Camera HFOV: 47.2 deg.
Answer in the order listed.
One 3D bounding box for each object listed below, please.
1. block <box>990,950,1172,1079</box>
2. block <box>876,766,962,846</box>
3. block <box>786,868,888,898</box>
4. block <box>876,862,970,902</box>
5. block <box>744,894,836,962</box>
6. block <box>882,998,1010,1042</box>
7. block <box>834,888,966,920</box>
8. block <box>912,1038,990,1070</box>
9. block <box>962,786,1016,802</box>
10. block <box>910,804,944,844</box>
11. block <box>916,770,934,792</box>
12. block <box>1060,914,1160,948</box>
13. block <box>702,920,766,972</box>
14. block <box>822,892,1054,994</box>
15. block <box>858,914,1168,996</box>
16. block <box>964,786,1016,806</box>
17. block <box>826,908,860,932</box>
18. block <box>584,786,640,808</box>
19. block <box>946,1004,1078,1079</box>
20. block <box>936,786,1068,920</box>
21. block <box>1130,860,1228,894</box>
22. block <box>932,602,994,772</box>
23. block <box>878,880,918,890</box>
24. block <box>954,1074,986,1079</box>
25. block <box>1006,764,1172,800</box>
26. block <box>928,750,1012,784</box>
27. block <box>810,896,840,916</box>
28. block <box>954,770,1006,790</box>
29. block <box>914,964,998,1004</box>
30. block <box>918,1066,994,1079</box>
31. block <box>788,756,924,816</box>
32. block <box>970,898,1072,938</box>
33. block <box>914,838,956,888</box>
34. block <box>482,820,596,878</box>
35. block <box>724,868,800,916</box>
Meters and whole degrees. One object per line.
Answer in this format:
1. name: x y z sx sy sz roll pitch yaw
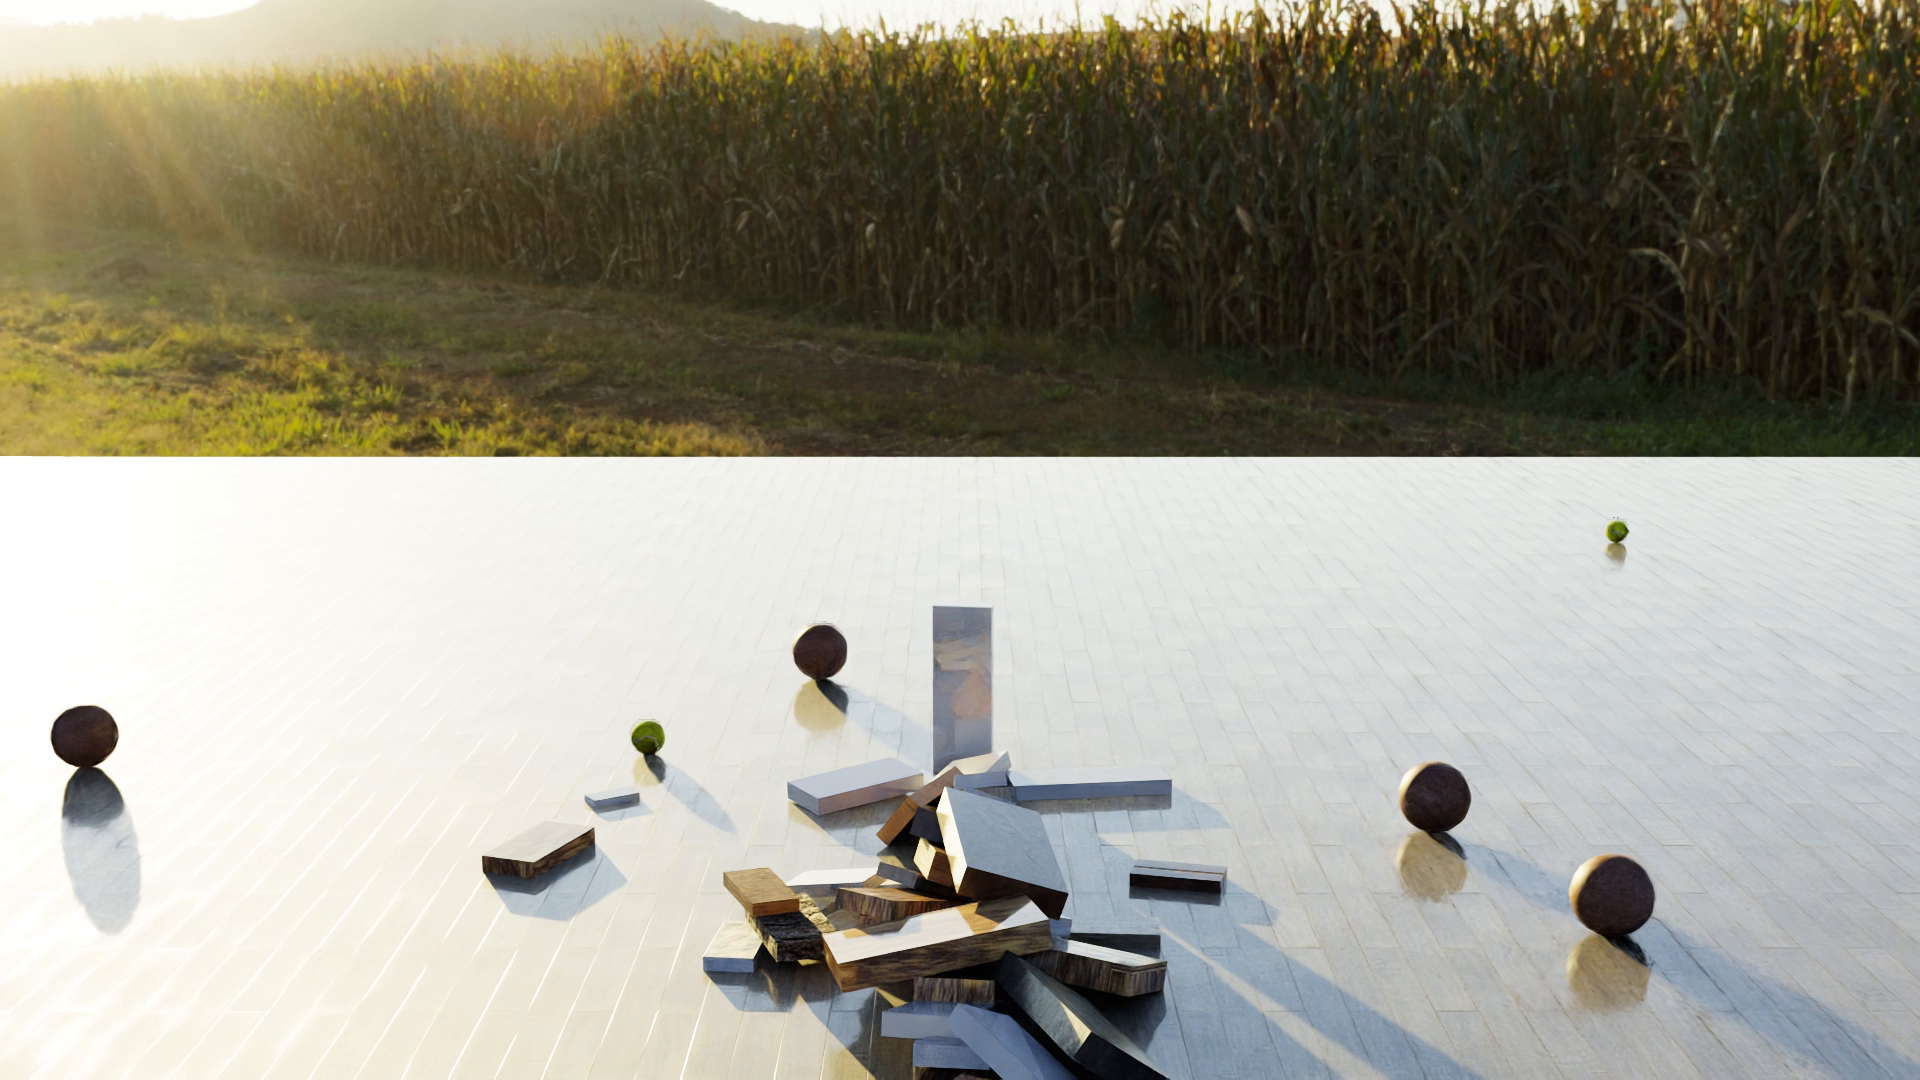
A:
1. block: 0.162 0.657 2.966 0.152 0.043 0.303 35 -3 -22
2. block: -0.069 0.481 3.988 0.029 0.103 0.206 44 23 10
3. block: -0.205 0.560 3.590 0.154 0.022 0.077 -7 7 28
4. block: -0.056 0.543 3.486 0.078 0.022 0.156 12 -9 37
5. block: -0.261 0.601 3.416 0.102 0.029 0.203 -2 11 -19
6. block: -0.017 0.656 3.020 0.113 0.032 0.227 1 -5 17
7. block: -0.088 0.549 3.320 0.102 0.029 0.203 7 -4 33
8. block: -0.004 0.681 2.960 0.100 0.028 0.201 2 -5 5
9. block: 0.032 0.477 3.977 0.091 0.026 0.183 -1 -16 -17
10. block: 0.006 0.493 3.702 0.160 0.045 0.320 17 -5 3
11. block: -0.074 0.469 4.284 0.047 0.013 0.094 -3 11 -18
12. block: 0.237 0.617 3.465 0.156 0.022 0.078 1 11 4
13. block: -0.342 0.628 3.403 0.078 0.022 0.156 1 11 6
14. block: -0.034 0.573 3.140 0.303 0.043 0.152 -10 7 -11
15. block: 0.076 0.610 3.283 0.440 0.043 0.152 8 -4 25
16. block: 0.041 0.481 3.862 0.091 0.026 0.183 18 -21 0
17. block: -0.167 0.608 3.516 0.072 0.020 0.143 6 12 29
18. block: -0.661 0.488 4.180 0.094 0.013 0.047 -7 13 -34
19. block: 0.092 0.677 2.807 0.113 0.032 0.227 27 6 -47
20. block: 0.062 0.480 3.392 0.160 0.045 0.320 16 13 -10
21. block: 0.370 0.569 3.722 0.154 0.022 0.077 3 11 15
22. block: 0.006 0.293 4.337 0.117 0.340 0.033 1 12 8
23. block: -0.109 0.573 3.643 0.143 0.020 0.072 1 1 -24
24. block: -0.004 0.722 2.726 0.100 0.028 0.201 6 12 29
25. block: 0.247 0.468 4.246 0.308 0.029 0.103 -2 11 -8
26. block: 0.010 0.459 4.202 0.117 0.033 0.233 -13 6 19
27. block: -0.246 0.598 3.571 0.072 0.020 0.143 4 11 22
28. block: 0.035 0.450 3.977 0.091 0.026 0.183 -5 -16 -2
29. block: -0.003 0.635 3.173 0.113 0.032 0.227 2 -4 3
30. block: -0.007 0.728 2.848 0.100 0.028 0.201 0 11 2
31. block: -0.199 0.468 4.193 0.233 0.033 0.117 -10 16 -32
32. block: 0.092 0.586 3.439 0.102 0.029 0.203 11 -4 -16
33. block: 0.019 0.531 3.531 0.160 0.045 0.320 18 -4 -4
34. block: -0.737 0.541 3.853 0.103 0.029 0.206 4 11 20
35. block: -0.317 0.559 3.496 0.077 0.022 0.154 -3 12 -23
